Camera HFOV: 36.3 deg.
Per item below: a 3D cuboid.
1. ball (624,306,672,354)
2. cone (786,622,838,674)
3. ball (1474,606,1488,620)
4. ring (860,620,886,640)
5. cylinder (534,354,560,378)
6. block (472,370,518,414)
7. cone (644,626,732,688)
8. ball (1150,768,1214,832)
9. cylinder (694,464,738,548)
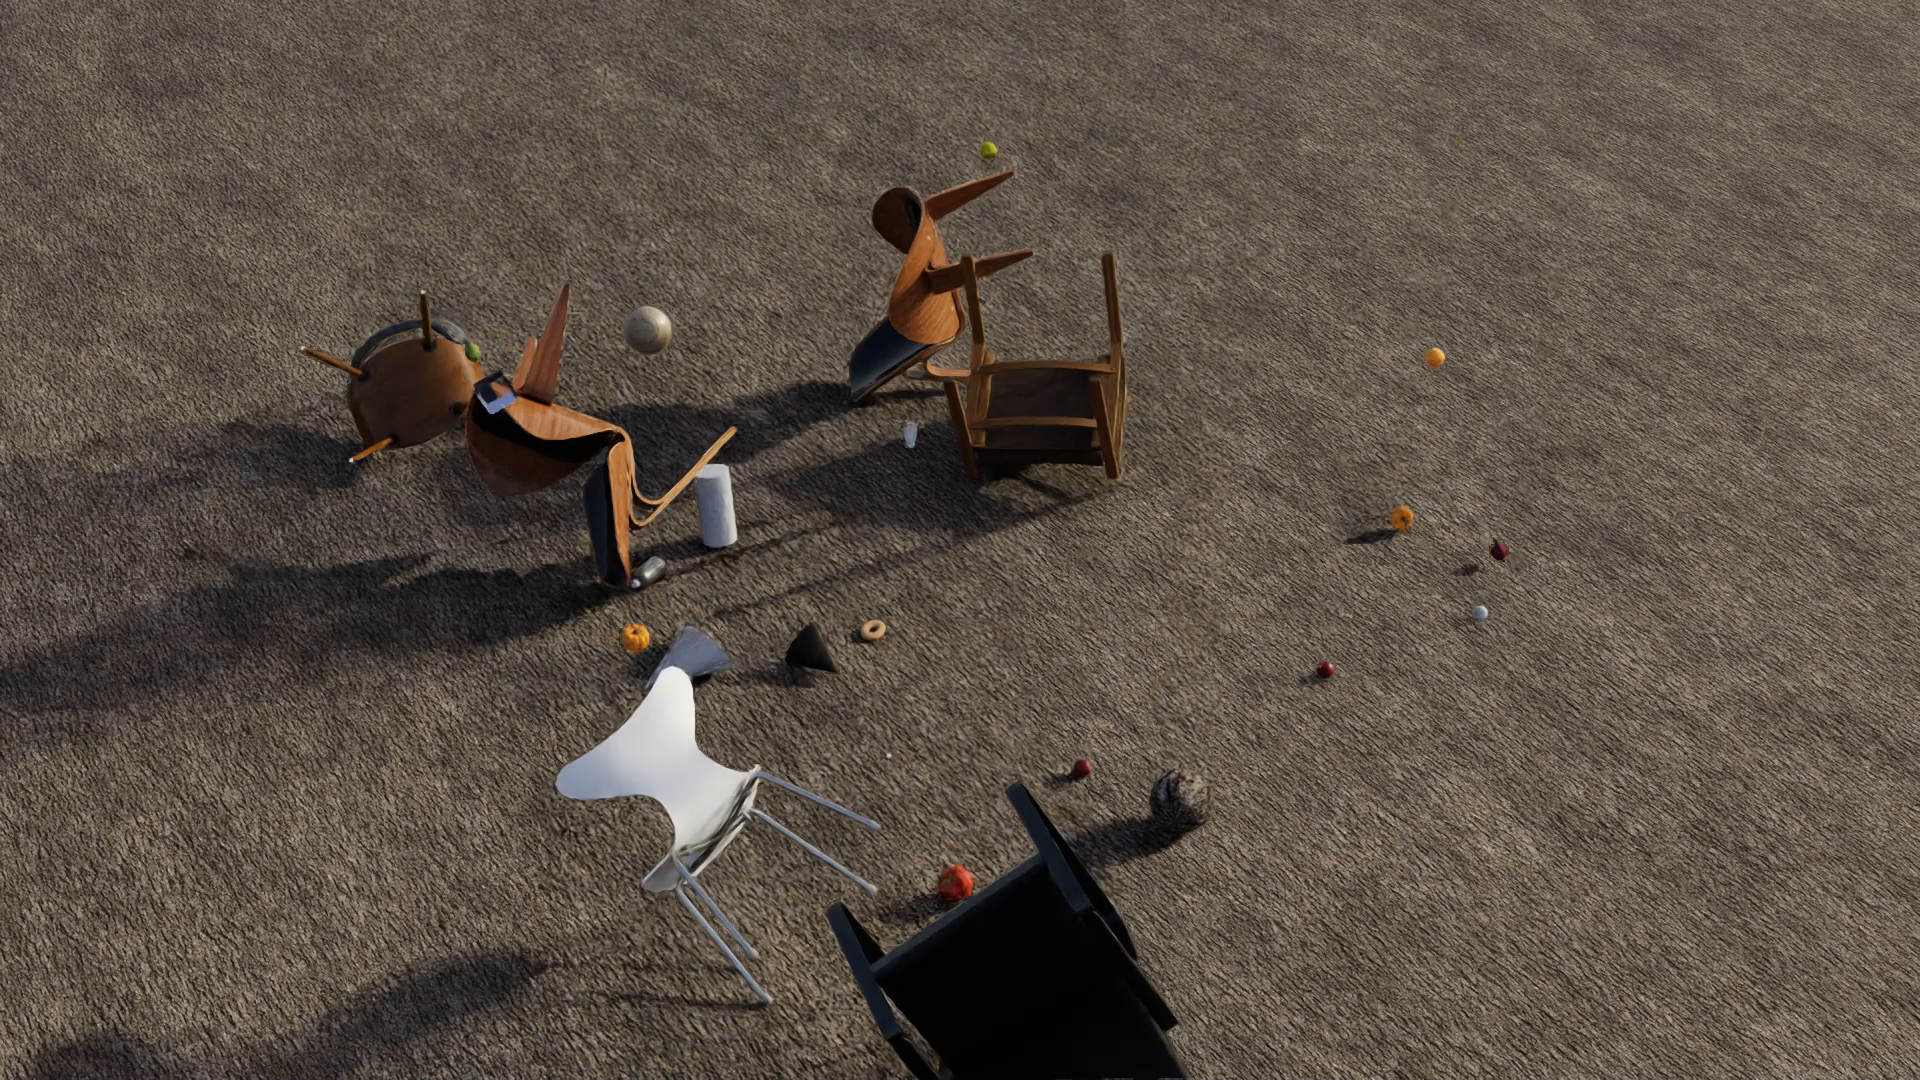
[{"bbox_3d":[-1.249,-0.839,11.733,0.193,0.193,0.193,0,33,0],"label":"ball"},{"bbox_3d":[-0.485,0.412,10.216,0.190,0.179,0.122,39,7,27],"label":"cone"},{"bbox_3d":[1.864,0.260,10.503,0.051,0.051,0.051,0,33,0],"label":"ball"},{"bbox_3d":[-0.310,0.321,10.435,0.086,0.024,0.116,10,35,16],"label":"ring"},{"bbox_3d":[-1.677,-0.710,11.937,0.090,0.057,0.094,-22,22,20],"label":"cylinder"},{"bbox_3d":[-1.622,-0.514,10.237,0.109,0.062,0.108,-29,57,-16],"label":"block"},{"bbox_3d":[-0.990,0.444,10.214,0.276,0.122,0.330,-34,37,-22],"label":"cone"},{"bbox_3d":[0.717,0.842,9.479,0.207,0.207,0.207,0,33,0],"label":"ball"},{"bbox_3d":[-0.906,-0.127,10.865,0.132,0.282,0.128,-16,27,-23],"label":"cylinder"}]
